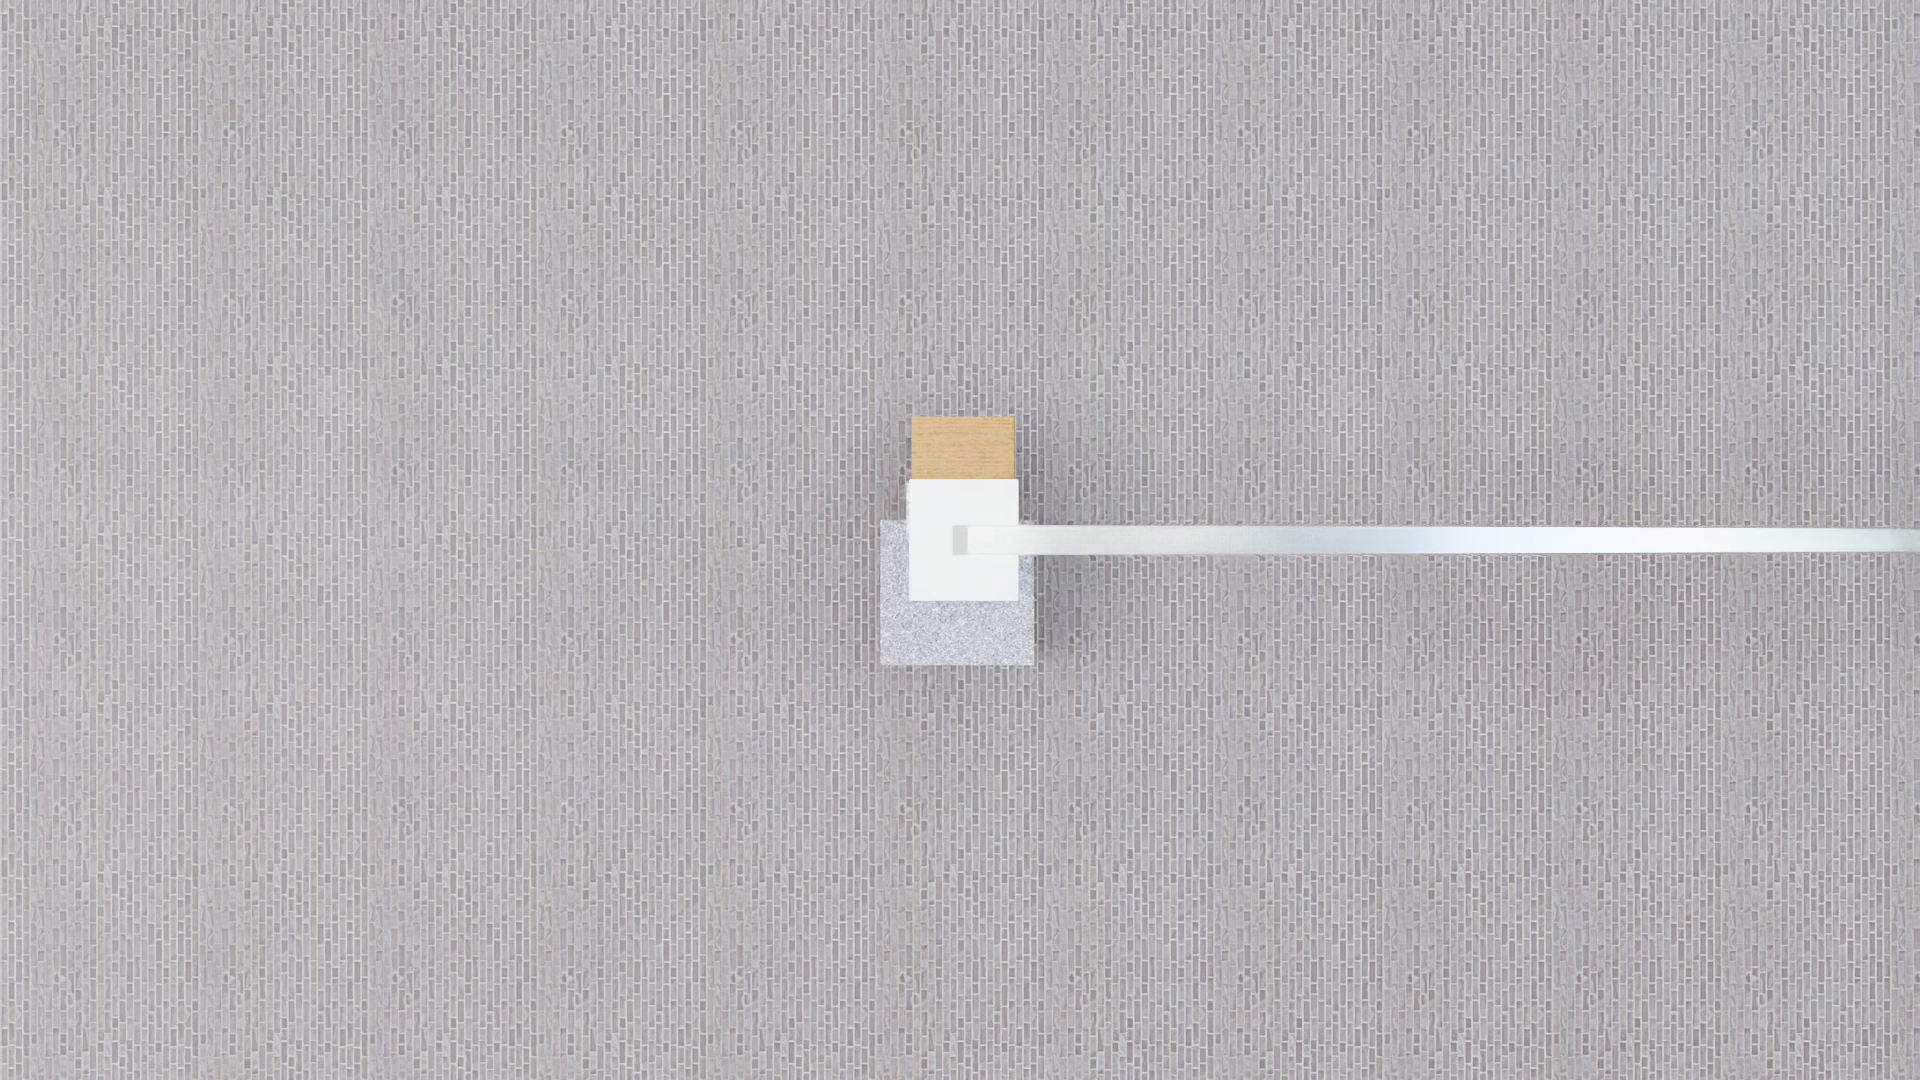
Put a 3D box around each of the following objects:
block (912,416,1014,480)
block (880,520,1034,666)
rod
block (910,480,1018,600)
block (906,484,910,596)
[{"bbox_3d":[0.016,-0.409,12.719,0.580,0.562,0.579,0,90,0],"label":"block"},{"bbox_3d":[-0.015,0.294,12.630,0.858,0.740,0.808,0,90,0],"label":"block"},{"bbox_3d":[2.212,0.000,7.217,5.200,0.080,0.080,0,90,-32],"label":"rod"},{"bbox_3d":[0.019,0.000,11.410,0.549,0.649,0.611,0,90,0],"label":"block"},{"bbox_3d":[-0.017,0.000,11.997,0.537,0.526,0.607,0,90,0],"label":"block"}]
